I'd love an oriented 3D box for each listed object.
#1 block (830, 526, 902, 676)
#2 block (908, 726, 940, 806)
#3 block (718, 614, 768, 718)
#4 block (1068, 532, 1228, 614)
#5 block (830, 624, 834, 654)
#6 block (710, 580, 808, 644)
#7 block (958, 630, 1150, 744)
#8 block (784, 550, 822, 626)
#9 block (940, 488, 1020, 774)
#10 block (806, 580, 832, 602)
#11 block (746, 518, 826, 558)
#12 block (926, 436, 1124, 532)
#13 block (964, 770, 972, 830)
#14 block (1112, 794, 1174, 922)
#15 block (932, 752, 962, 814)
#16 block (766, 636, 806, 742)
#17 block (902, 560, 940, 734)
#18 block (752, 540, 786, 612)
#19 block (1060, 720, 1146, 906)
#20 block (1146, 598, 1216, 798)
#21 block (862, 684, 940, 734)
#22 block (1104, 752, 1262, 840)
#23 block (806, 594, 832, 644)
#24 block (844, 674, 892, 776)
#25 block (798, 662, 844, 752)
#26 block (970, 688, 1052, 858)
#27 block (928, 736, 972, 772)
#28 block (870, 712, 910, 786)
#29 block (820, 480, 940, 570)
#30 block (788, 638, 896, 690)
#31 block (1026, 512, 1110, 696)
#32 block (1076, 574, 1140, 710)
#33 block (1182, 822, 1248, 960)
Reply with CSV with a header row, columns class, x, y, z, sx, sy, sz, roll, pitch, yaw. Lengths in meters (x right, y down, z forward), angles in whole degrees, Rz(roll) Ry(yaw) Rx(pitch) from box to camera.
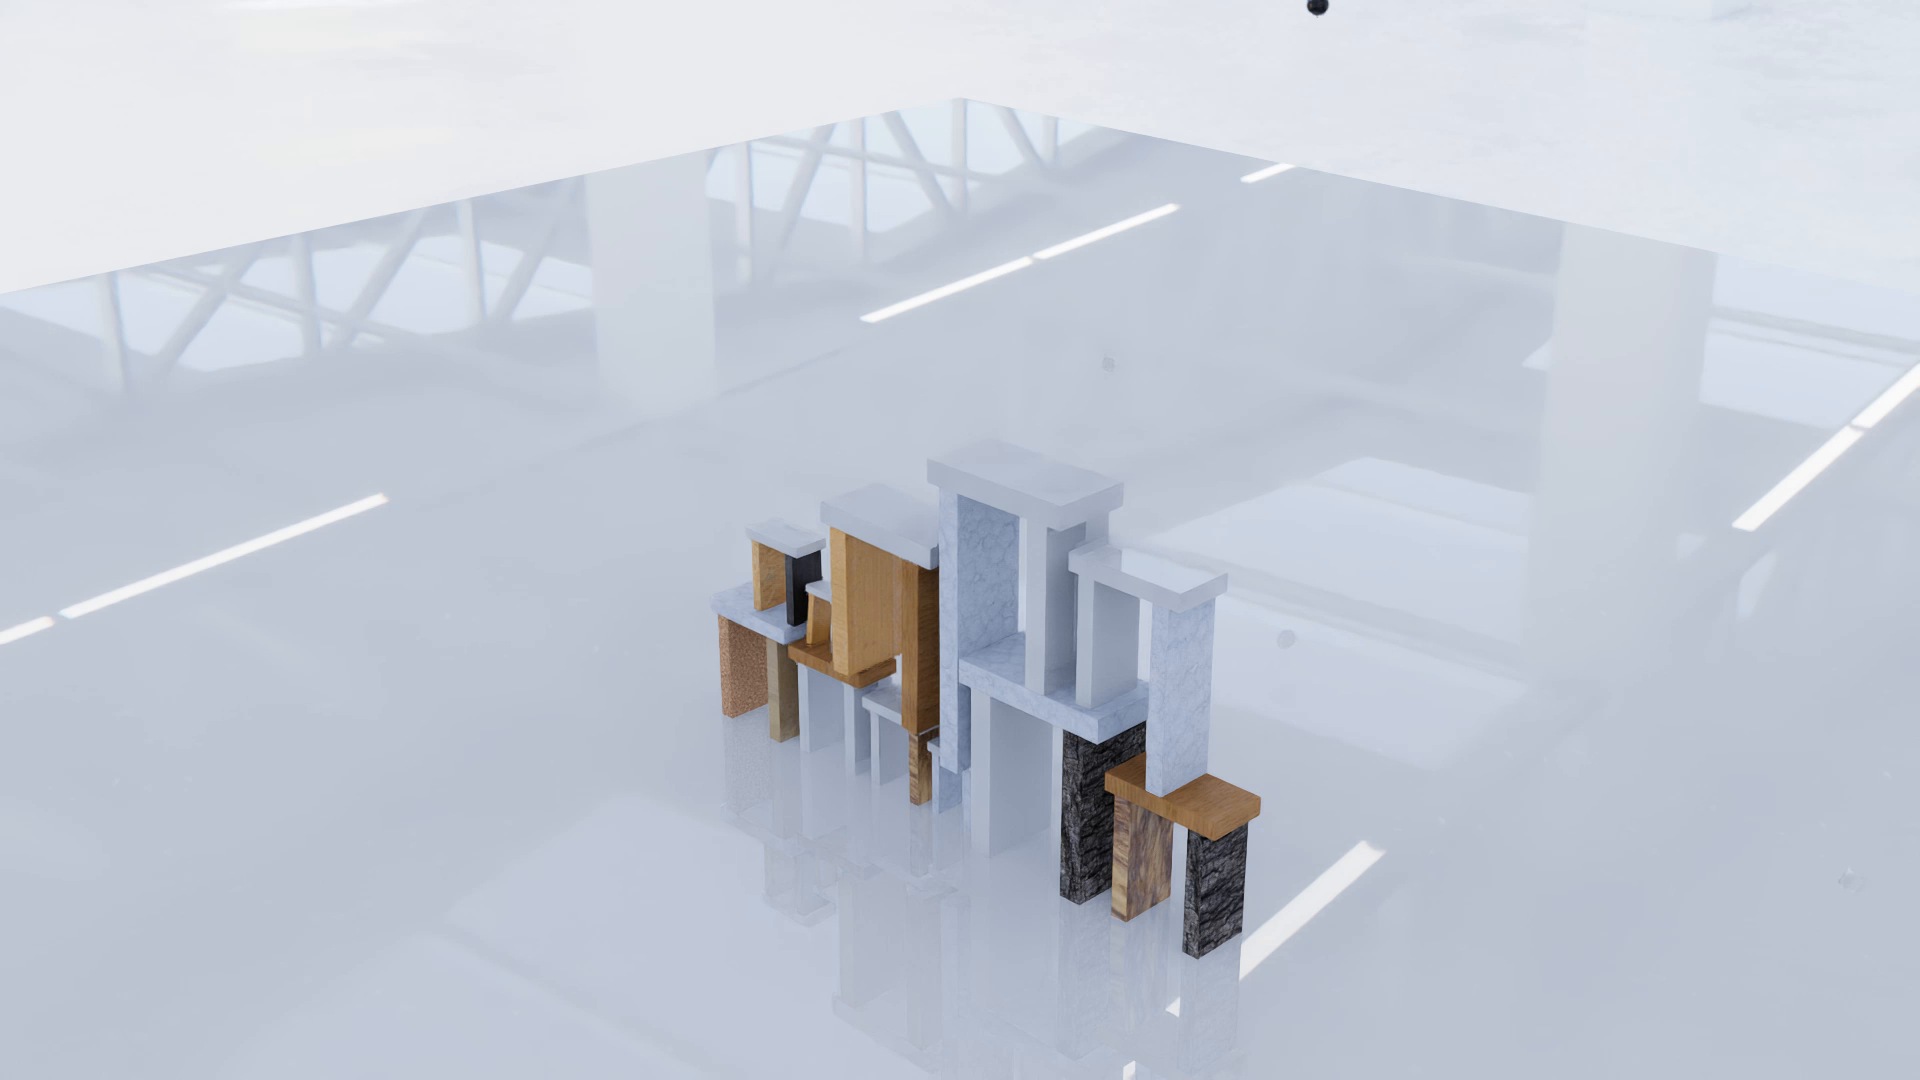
class,x,y,z,sx,sy,sz,roll,pitch,yaw
block,-0.188,0.104,4.474,0.045,0.316,0.158,20,30,40
block,-0.064,0.448,4.485,0.024,0.172,0.086,21,31,40
block,-0.470,0.260,4.839,0.034,0.242,0.121,21,31,41
block,0.331,0.055,3.883,0.129,0.037,0.258,-21,31,-41
block,-0.243,0.180,4.562,0.015,0.109,0.054,19,24,40
block,-0.413,0.155,4.733,0.242,0.034,0.121,21,31,41
block,0.186,0.273,4.142,0.355,0.050,0.178,21,31,41
block,-0.328,0.094,4.625,0.023,0.161,0.081,21,31,41
block,0.037,0.156,4.245,0.048,0.589,0.169,21,31,41
block,-0.265,0.110,4.567,0.054,0.015,0.109,-13,25,-44
block,-0.366,-0.005,4.624,0.161,0.023,0.081,21,31,41
block,0.118,-0.107,4.047,0.338,0.048,0.169,21,31,40
block,0.038,0.506,4.395,0.019,0.135,0.068,21,31,41
block,0.341,0.570,4.089,0.036,0.257,0.129,21,31,41
block,-0.026,0.481,4.454,0.019,0.135,0.068,21,31,41
block,-0.356,0.304,4.734,0.034,0.242,0.121,21,31,41
block,-0.043,0.189,4.345,0.045,0.365,0.158,23,32,40
block,-0.404,0.065,4.695,0.023,0.161,0.081,21,31,41
block,0.270,0.493,4.144,0.050,0.355,0.178,21,31,41
block,0.392,0.267,3.906,0.037,0.370,0.129,21,31,41
block,-0.109,0.343,4.480,0.172,0.024,0.086,21,31,40
block,0.401,0.458,3.976,0.257,0.036,0.129,21,31,41
block,-0.294,0.160,4.609,0.015,0.109,0.054,19,23,40
block,-0.191,0.377,4.597,0.108,0.215,0.030,-21,31,-40
block,-0.293,0.337,4.691,0.030,0.215,0.108,21,31,41
block,0.102,0.427,4.298,0.050,0.355,0.178,21,31,41
block,0.006,0.423,4.394,0.067,0.019,0.135,-21,31,-40
block,-0.145,0.416,4.559,0.024,0.172,0.086,21,31,41
block,-0.112,-0.032,4.334,0.158,0.045,0.316,-21,32,-40
block,-0.246,0.247,4.588,0.215,0.030,0.108,20,30,39
block,0.197,0.102,4.050,0.048,0.337,0.169,21,31,41
block,0.270,0.167,3.996,0.037,0.258,0.129,21,31,41
block,0.462,0.617,3.977,0.036,0.257,0.129,21,31,41
